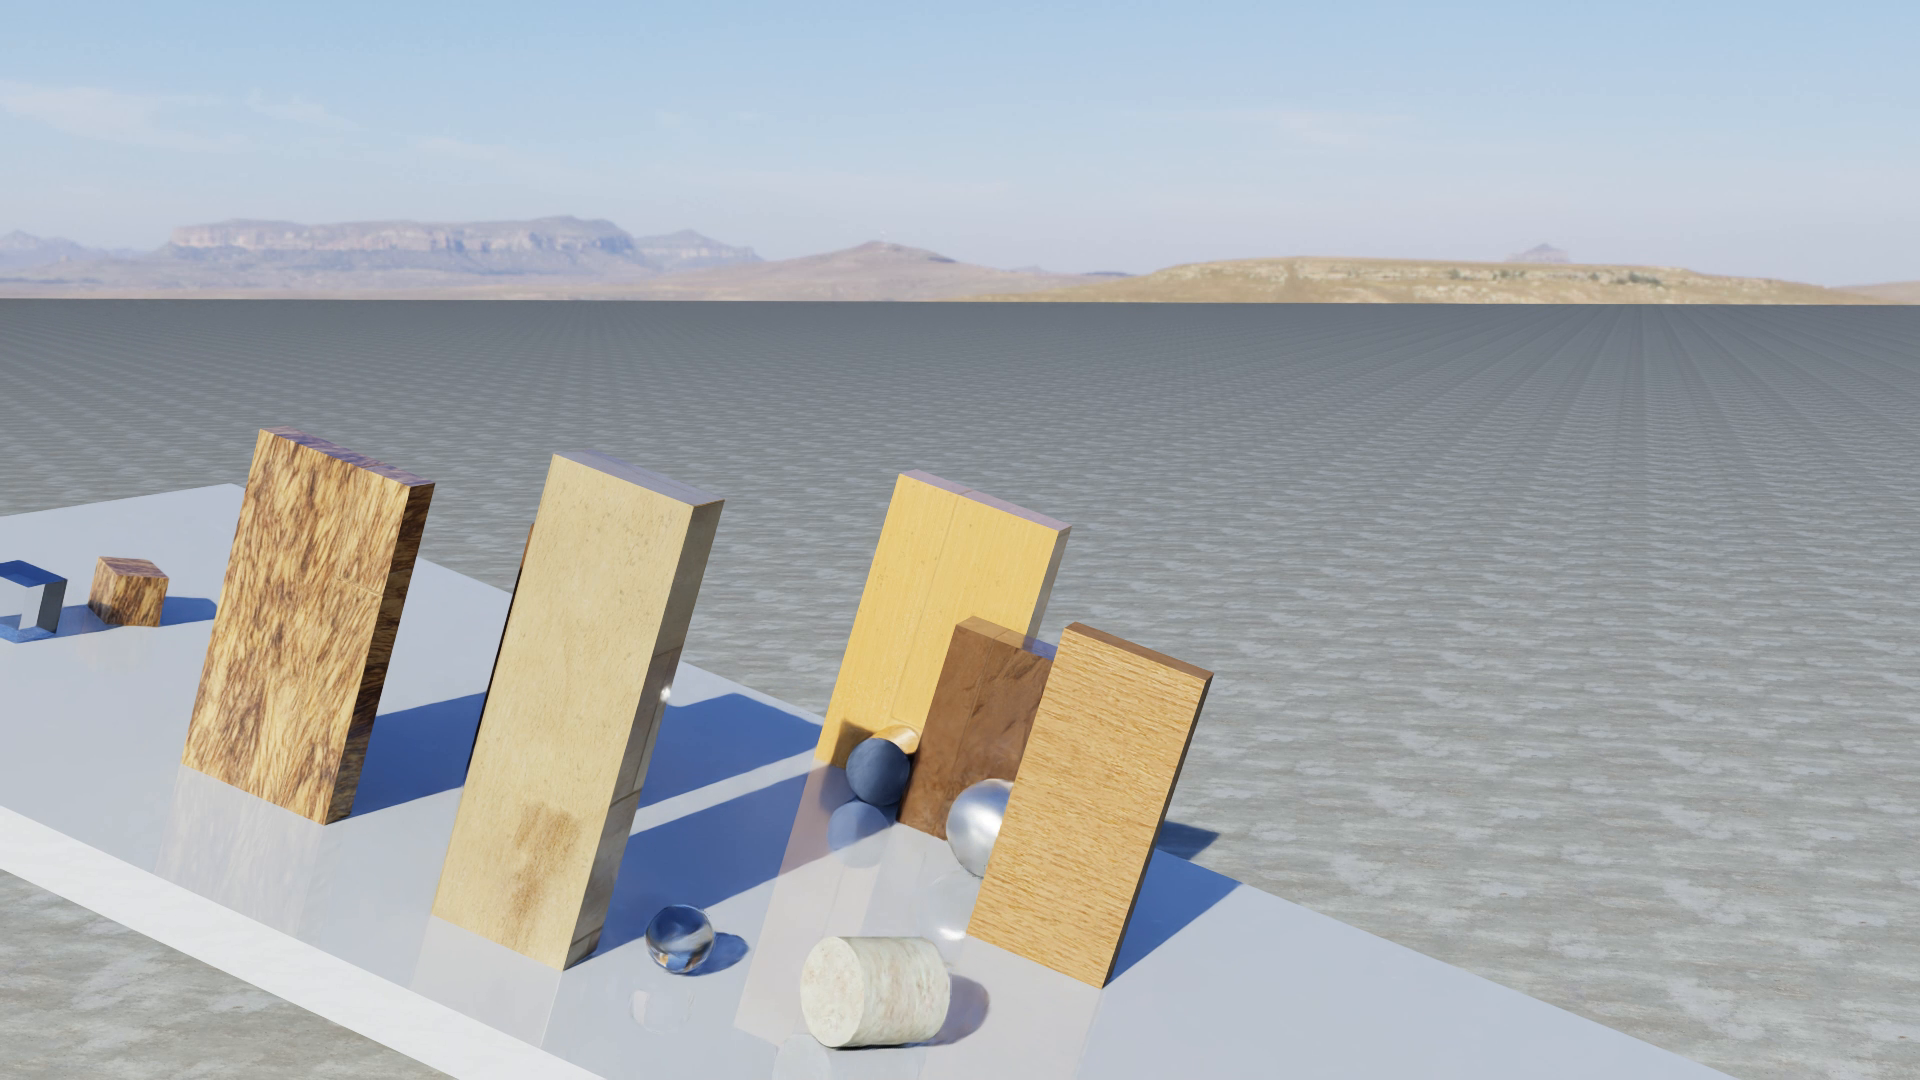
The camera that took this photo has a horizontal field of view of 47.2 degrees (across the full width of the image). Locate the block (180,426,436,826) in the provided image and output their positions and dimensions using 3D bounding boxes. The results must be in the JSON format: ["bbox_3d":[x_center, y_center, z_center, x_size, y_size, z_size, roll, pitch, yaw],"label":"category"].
[{"bbox_3d":[-1.133,0.148,3.811,0.301,0.622,0.081,20,12,14],"label":"block"}]

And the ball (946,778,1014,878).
[{"bbox_3d":[0.074,0.592,4.517,0.205,0.205,0.205,0,7,0],"label":"ball"}]

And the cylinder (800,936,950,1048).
[{"bbox_3d":[-0.139,0.739,3.607,0.175,0.175,0.175,8,1,-39],"label":"cylinder"}]

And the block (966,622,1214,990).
[{"bbox_3d":[0.242,0.499,4.141,0.280,0.629,0.084,20,12,14],"label":"block"}]

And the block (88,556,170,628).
[{"bbox_3d":[-1.693,0.106,4.477,0.107,0.107,0.107,6,16,-44],"label":"block"}]

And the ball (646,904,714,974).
[{"bbox_3d":[-0.465,0.662,3.650,0.113,0.113,0.113,0,7,0],"label":"ball"}]

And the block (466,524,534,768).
[{"bbox_3d":[-0.735,0.249,4.205,0.290,0.505,0.092,20,12,14],"label":"block"}]

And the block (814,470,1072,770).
[{"bbox_3d":[-0.041,0.228,4.874,0.377,0.676,0.119,20,12,14],"label":"block"}]

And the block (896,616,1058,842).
[{"bbox_3d":[0.066,0.425,4.675,0.266,0.451,0.129,20,12,14],"label":"block"}]

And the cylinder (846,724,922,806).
[{"bbox_3d":[-0.153,0.490,4.799,0.149,0.149,0.149,2,7,17],"label":"cylinder"}]

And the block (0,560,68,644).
[{"bbox_3d":[-1.813,0.118,4.231,0.114,0.114,0.114,20,12,13],"label":"block"}]

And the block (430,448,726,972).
[{"bbox_3d":[-0.619,0.273,3.539,0.249,0.797,0.121,20,12,14],"label":"block"}]

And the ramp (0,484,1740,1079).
[{"bbox_3d":[-0.360,0.683,4.228,4.000,0.100,2.000,20,12,14],"label":"ramp"}]
